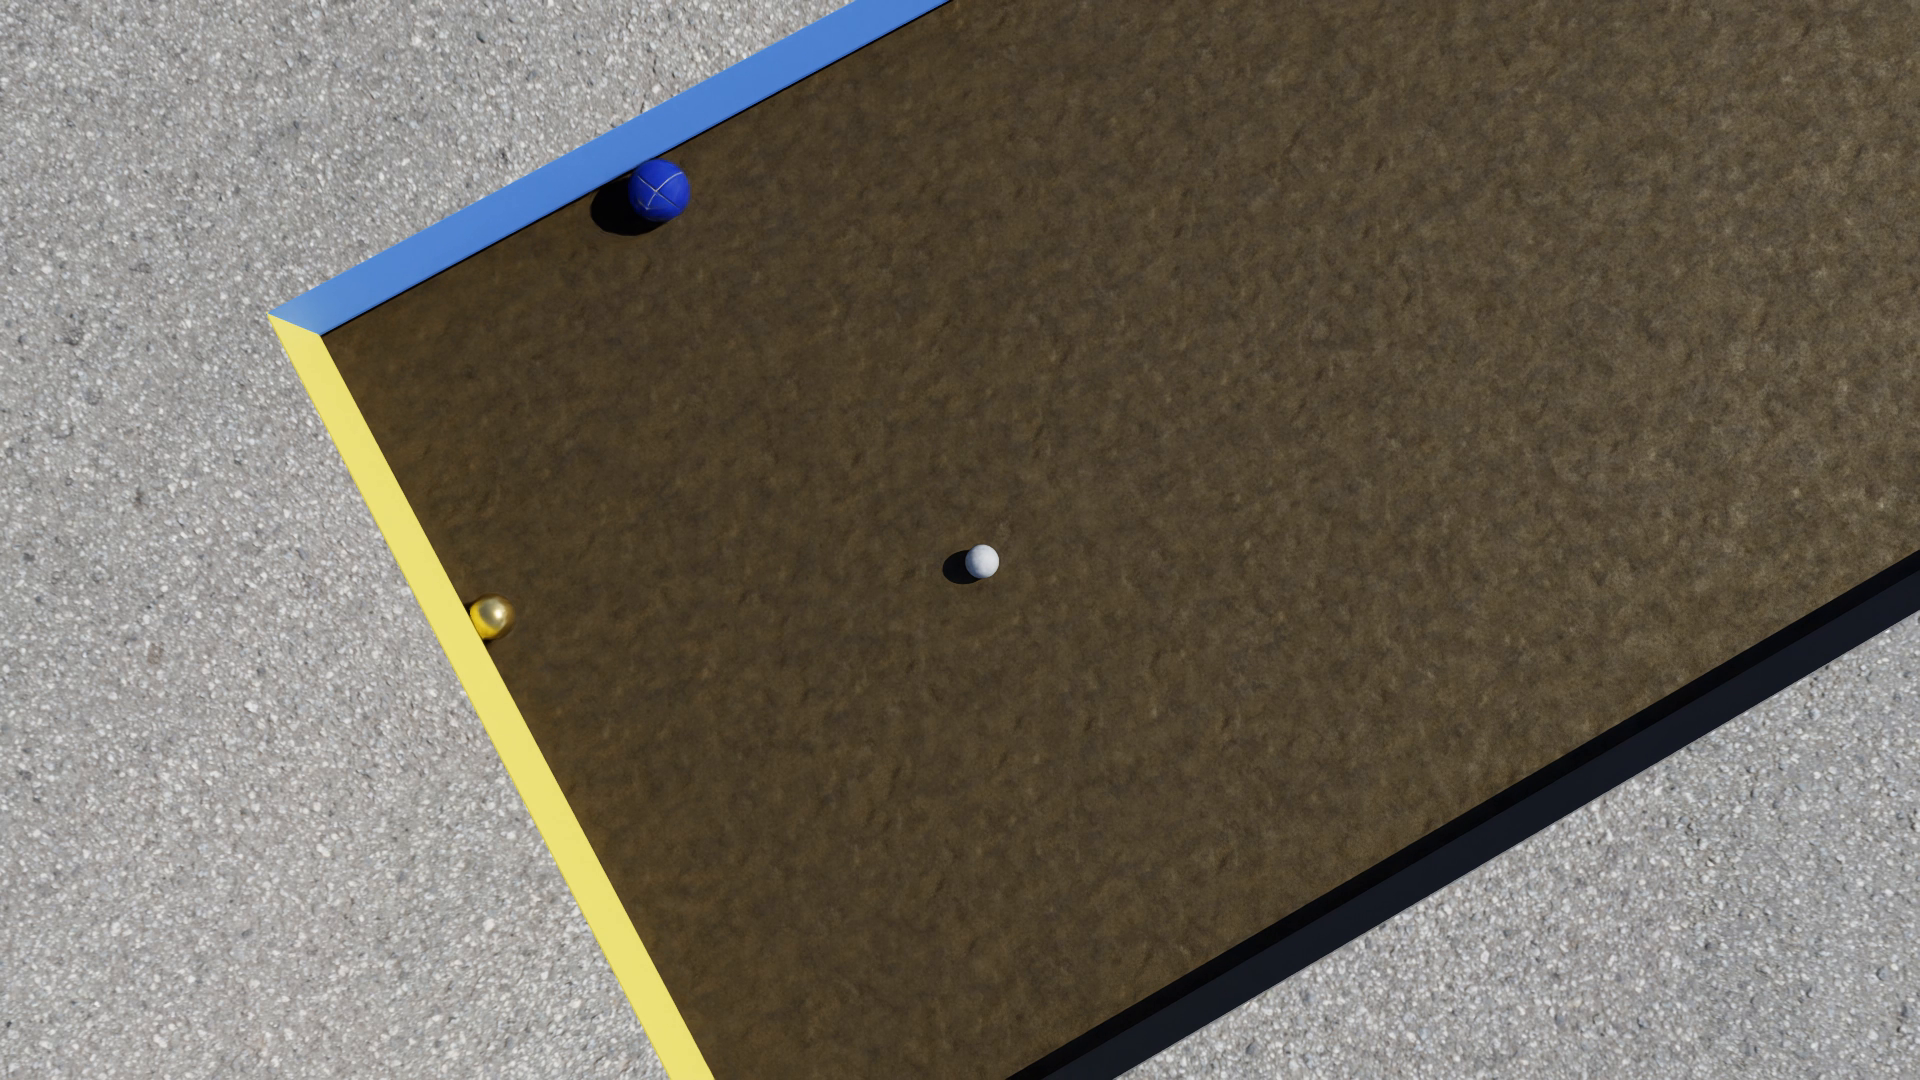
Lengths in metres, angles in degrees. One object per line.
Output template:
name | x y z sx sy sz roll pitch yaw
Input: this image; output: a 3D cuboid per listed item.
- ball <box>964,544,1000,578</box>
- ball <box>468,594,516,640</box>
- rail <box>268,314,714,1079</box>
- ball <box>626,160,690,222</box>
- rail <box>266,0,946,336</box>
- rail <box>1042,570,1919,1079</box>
ball | 0.033 0.032 3.281 0.051 0.051 0.051 0 81 0
ball | -0.693 0.114 3.258 0.070 0.070 0.070 0 81 0
rail | -0.619 0.338 3.193 0.045 0.123 1.569 -29 82 -5
ball | -0.460 -0.532 3.352 0.095 0.095 0.095 0 81 0
rail | 0.266 -1.015 3.416 2.935 0.123 0.045 -29 82 -5
rail | 1.013 0.293 3.201 2.935 0.123 0.045 -29 82 -5
